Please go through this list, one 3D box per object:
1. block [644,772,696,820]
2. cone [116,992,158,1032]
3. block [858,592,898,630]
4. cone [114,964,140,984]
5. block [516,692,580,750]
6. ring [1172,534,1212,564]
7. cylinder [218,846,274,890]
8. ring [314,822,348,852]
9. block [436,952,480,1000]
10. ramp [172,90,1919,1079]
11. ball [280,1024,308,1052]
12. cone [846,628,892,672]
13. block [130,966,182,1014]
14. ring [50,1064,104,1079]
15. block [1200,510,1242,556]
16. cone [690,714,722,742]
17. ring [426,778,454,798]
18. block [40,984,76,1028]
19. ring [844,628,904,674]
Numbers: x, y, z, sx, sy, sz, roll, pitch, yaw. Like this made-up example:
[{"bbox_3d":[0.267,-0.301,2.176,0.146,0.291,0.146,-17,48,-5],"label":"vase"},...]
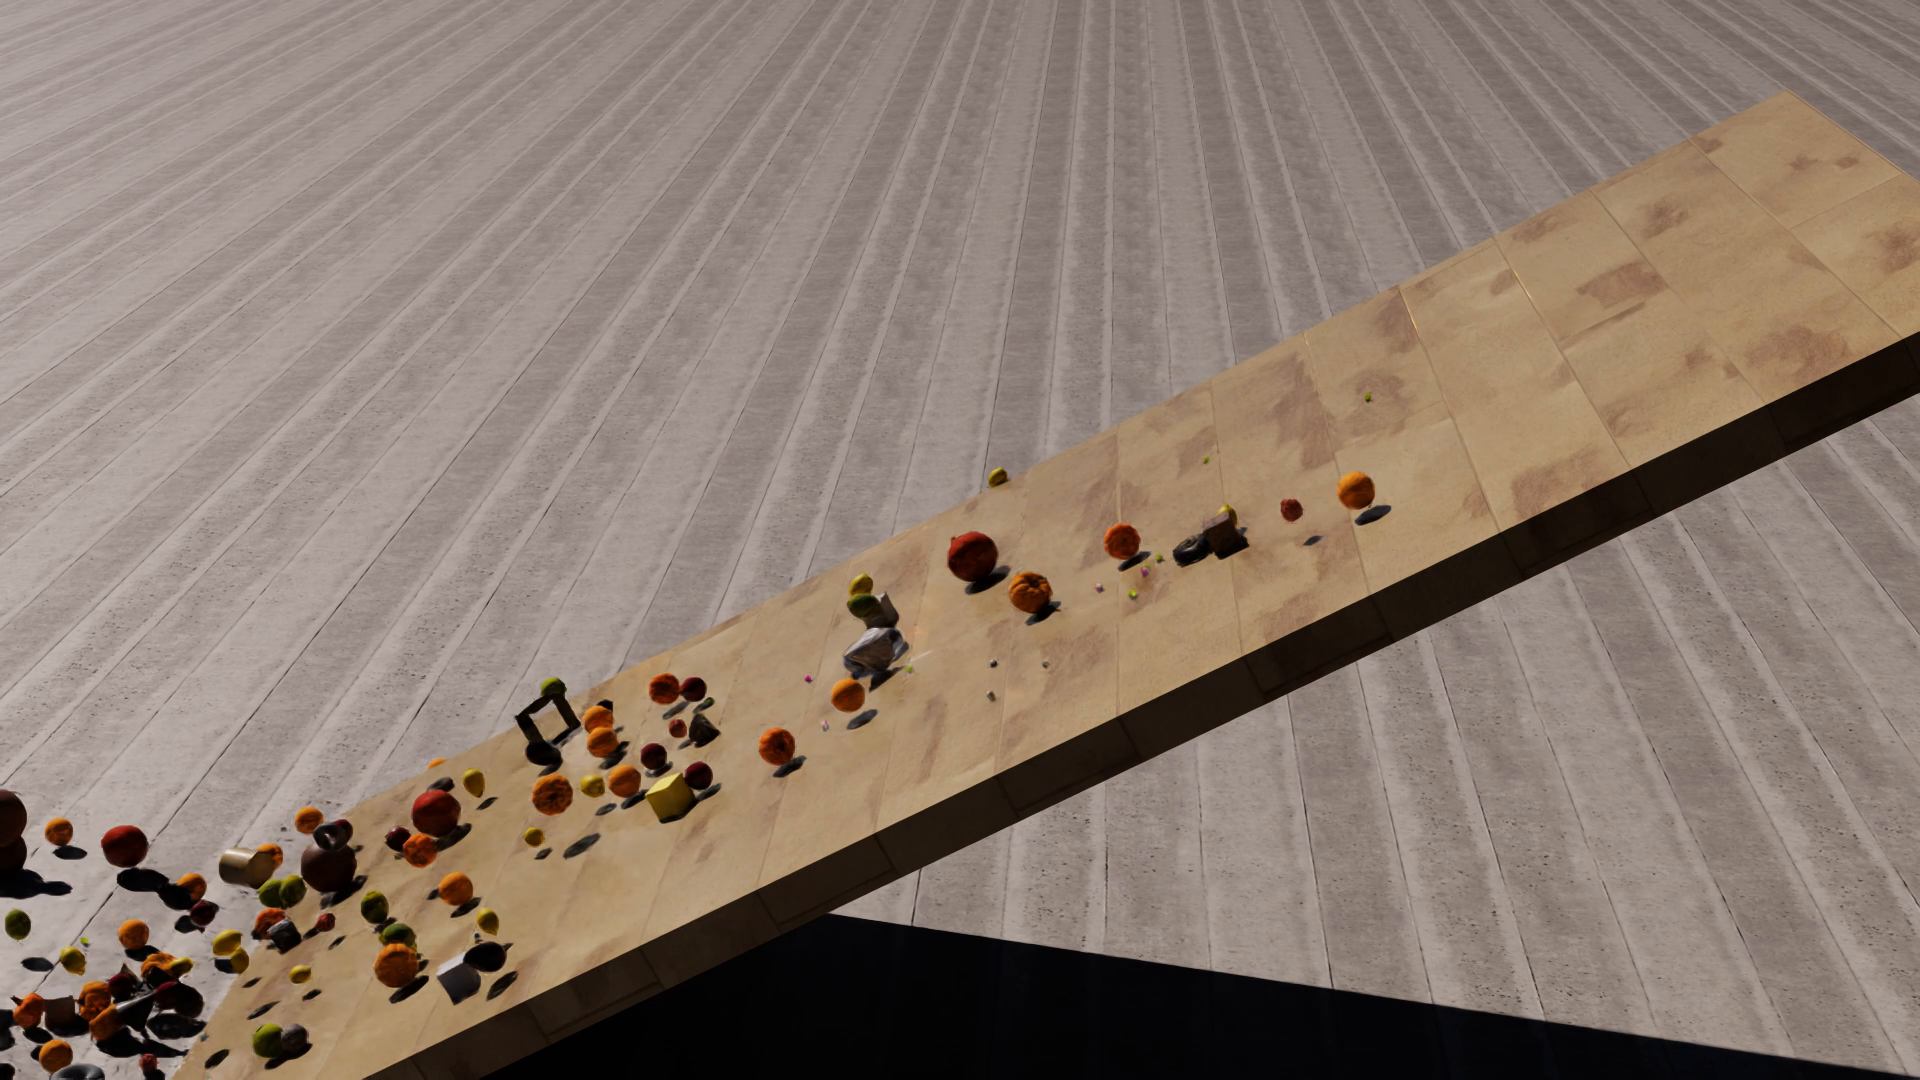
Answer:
[{"bbox_3d":[-0.602,0.533,6.116,0.063,0.063,0.063,-19,17,34],"label":"block"},{"bbox_3d":[-1.820,1.036,6.555,0.086,0.086,0.086,-42,24,-2],"label":"cone"},{"bbox_3d":[-0.185,0.163,6.611,0.057,0.057,0.057,-23,15,23],"label":"block"},{"bbox_3d":[-1.932,1.017,6.844,0.053,0.053,0.053,25,14,-10],"label":"cone"},{"bbox_3d":[-1.004,0.441,7.166,0.094,0.094,0.094,-14,21,47],"label":"block"},{"bbox_3d":[0.467,0.017,5.903,0.086,0.029,0.086,-27,15,8],"label":"ring"},{"bbox_3d":[-1.733,0.796,7.143,0.093,0.093,0.093,5,17,33],"label":"cylinder"},{"bbox_3d":[-1.344,0.635,6.280,0.075,0.075,0.025,4,33,12],"label":"ring"},{"bbox_3d":[-0.980,0.852,5.746,0.058,0.058,0.058,-28,14,3],"label":"block"},{"bbox_3d":[0.141,0.167,6.282,4.000,0.100,2.000,-26,14,11],"label":"ramp"},{"bbox_3d":[-1.344,1.004,5.933,0.054,0.054,0.054,0,17,0],"label":"ball"},{"bbox_3d":[-0.210,0.239,6.244,0.096,0.096,0.096,16,16,41],"label":"cone"},{"bbox_3d":[-1.821,1.020,6.665,0.073,0.073,0.073,-59,12,-27],"label":"block"},{"bbox_3d":[-1.904,1.168,6.340,0.118,0.039,0.118,-2,20,1],"label":"ring"},{"bbox_3d":[0.520,-0.013,5.840,0.059,0.059,0.059,-27,14,8],"label":"block"},{"bbox_3d":[-0.552,0.420,6.485,0.065,0.065,0.065,8,19,26],"label":"cone"},{"bbox_3d":[-1.285,0.612,7.261,0.075,0.025,0.075,-27,16,8],"label":"ring"},{"bbox_3d":[-2.042,1.054,6.658,0.066,0.066,0.066,-7,19,-22],"label":"block"},{"bbox_3d":[-0.188,0.238,6.373,0.145,0.048,0.145,-26,15,8],"label":"ring"}]
